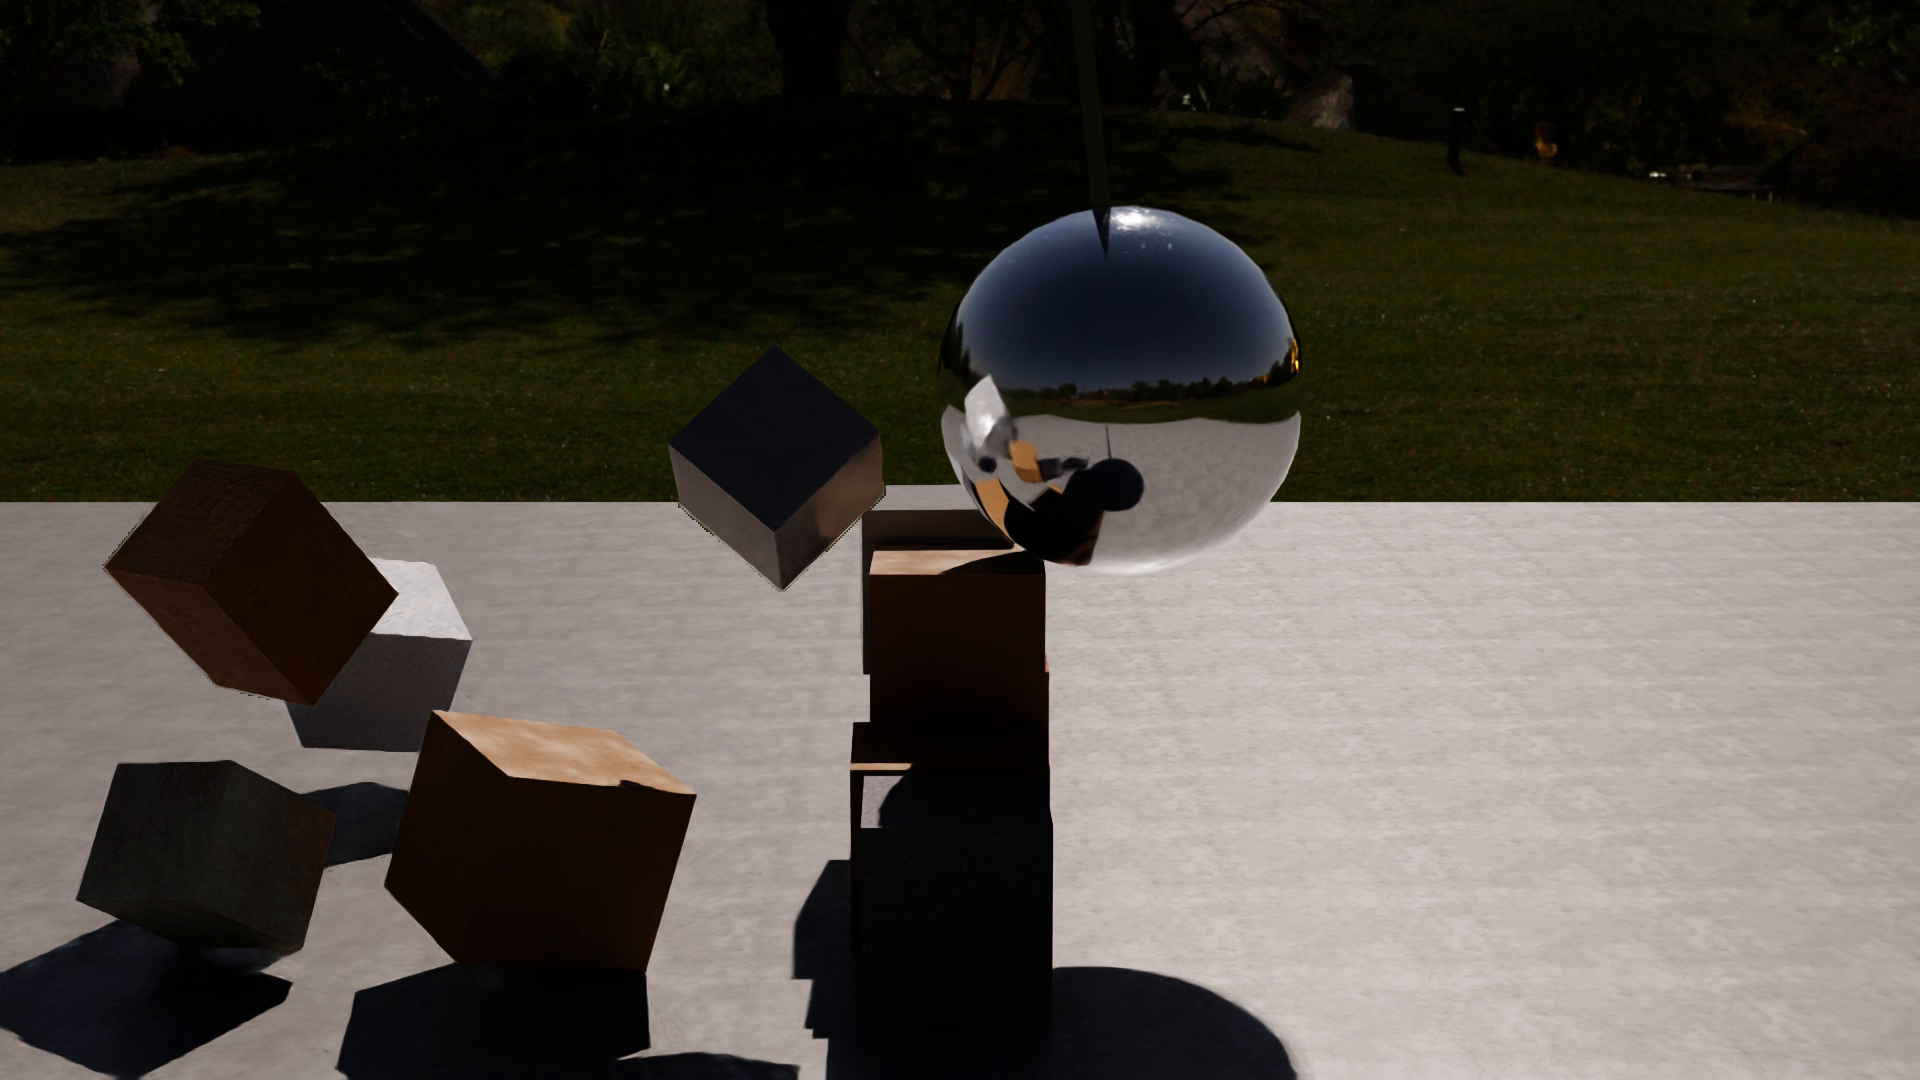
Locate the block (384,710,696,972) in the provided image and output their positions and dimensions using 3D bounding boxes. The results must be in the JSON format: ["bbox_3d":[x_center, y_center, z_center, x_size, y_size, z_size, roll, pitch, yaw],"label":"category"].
[{"bbox_3d":[-1.665,1.190,10.139,0.830,0.752,0.734,10,10,-37],"label":"block"}]

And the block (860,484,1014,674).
[{"bbox_3d":[-0.114,0.173,11.973,0.696,0.757,0.704,-1,10,-3],"label":"block"}]

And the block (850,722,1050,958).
[{"bbox_3d":[-0.048,1.227,10.639,0.796,0.780,0.766,0,10,-1],"label":"block"}]

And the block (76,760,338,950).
[{"bbox_3d":[-2.972,1.254,10.157,0.627,0.562,0.618,-4,-27,29],"label":"block"}]

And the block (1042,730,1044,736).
[{"bbox_3d":[0.000,1.111,11.416,0.714,0.729,0.755,0,10,0],"label":"block"}]

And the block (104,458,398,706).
[{"bbox_3d":[-3.120,0.181,11.336,0.706,0.820,0.653,7,53,39],"label":"block"}]

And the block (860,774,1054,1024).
[{"bbox_3d":[-0.017,1.371,9.903,0.712,0.760,0.731,0,10,-1],"label":"block"}]

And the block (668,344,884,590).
[{"bbox_3d":[-0.749,-0.295,10.577,0.597,0.617,0.557,39,-20,17],"label":"block"}]

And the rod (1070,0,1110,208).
[{"bbox_3d":[0.300,-3.964,10.460,0.080,5.200,0.080,-7,10,1],"label":"rod"}]

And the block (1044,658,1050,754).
[{"bbox_3d":[0.009,0.933,12.172,0.796,0.810,0.776,0,10,0],"label":"block"}]

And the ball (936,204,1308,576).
[{"bbox_3d":[0.693,-0.642,11.064,1.600,1.600,1.600,0,10,0],"label":"ball"}]

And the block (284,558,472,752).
[{"bbox_3d":[-2.928,0.562,12.731,0.678,0.683,0.696,6,29,-33],"label":"block"}]

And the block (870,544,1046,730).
[{"bbox_3d":[-0.009,0.419,11.279,0.749,0.682,0.699,0,10,0],"label":"block"}]
